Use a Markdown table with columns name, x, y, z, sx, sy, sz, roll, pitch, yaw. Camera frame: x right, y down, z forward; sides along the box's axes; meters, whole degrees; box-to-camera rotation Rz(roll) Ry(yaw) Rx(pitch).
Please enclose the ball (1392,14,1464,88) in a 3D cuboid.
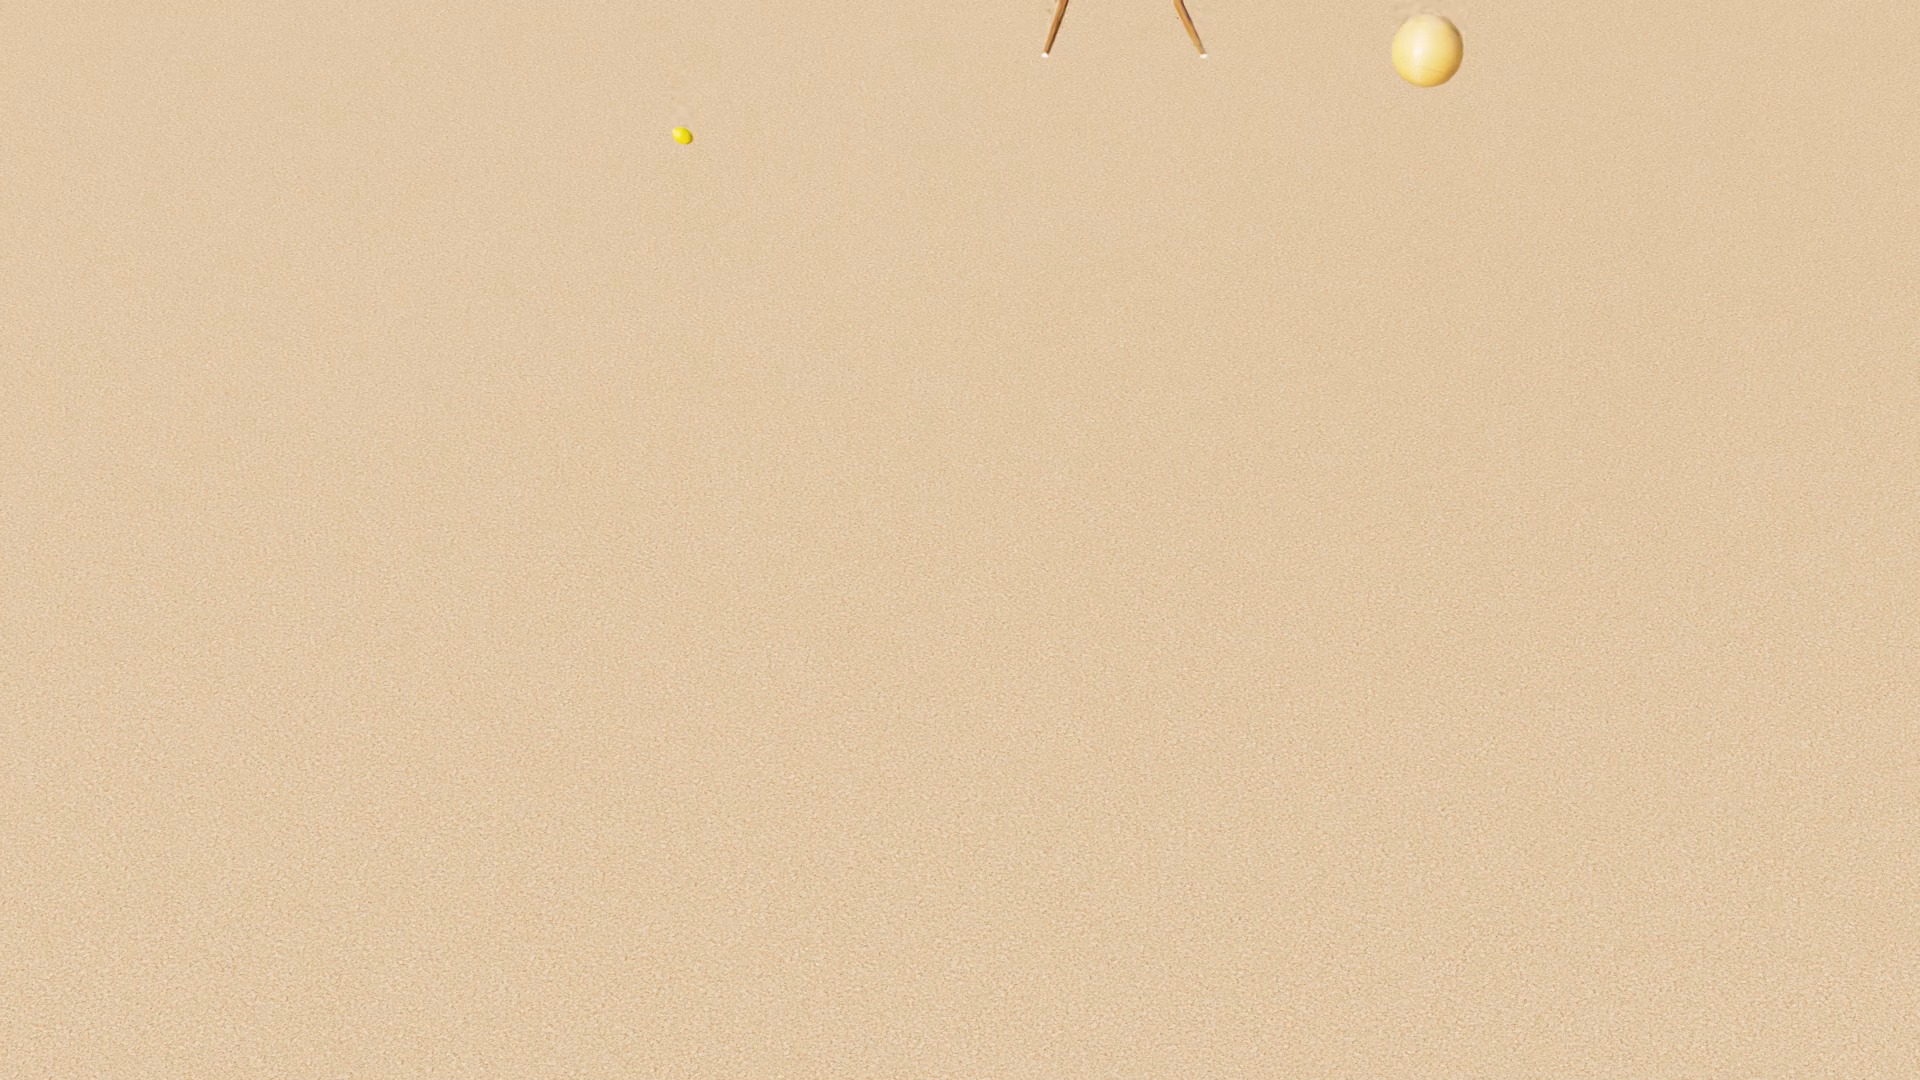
| name | x | y | z | sx | sy | sz | roll | pitch | yaw |
| --- | --- | --- | --- | --- | --- | --- | --- | --- | --- |
| ball | 1.359 | -1.422 | 8.525 | 0.210 | 0.210 | 0.210 | 0 | 33 | 0 |
